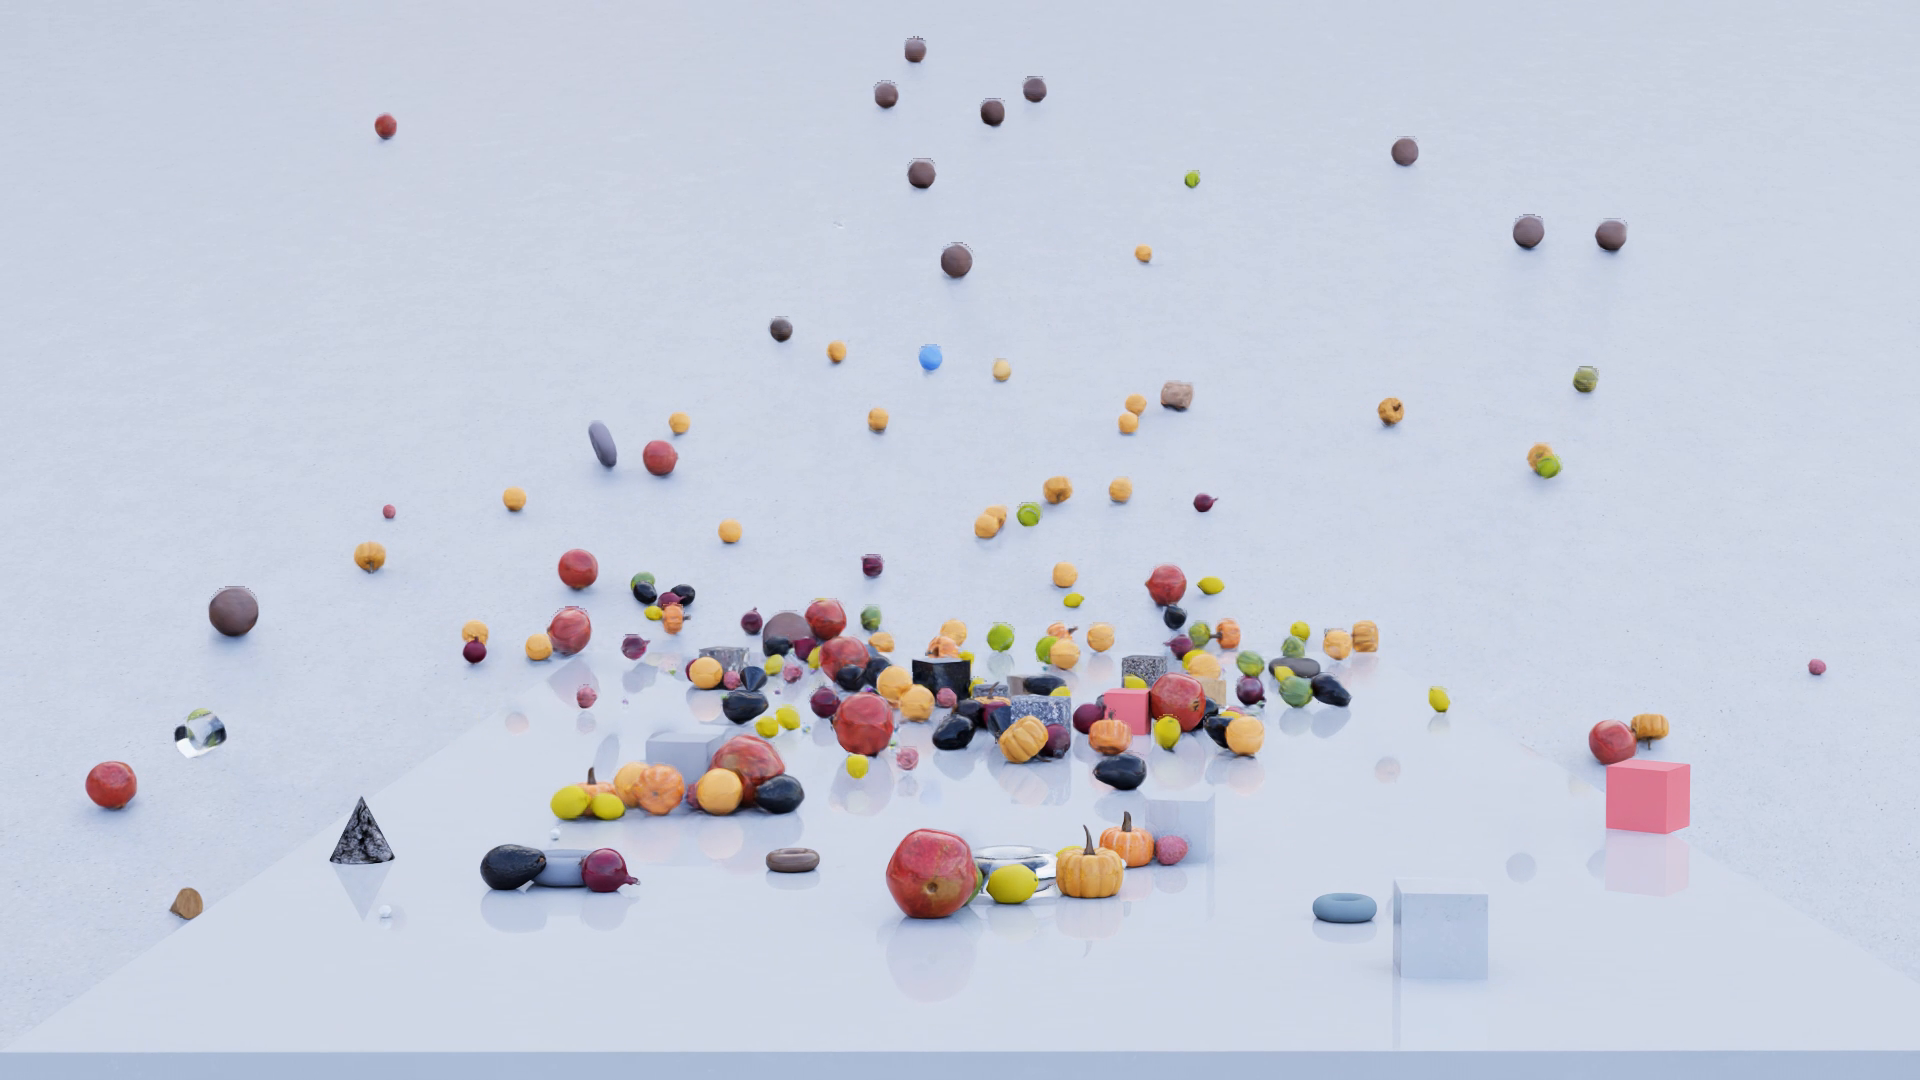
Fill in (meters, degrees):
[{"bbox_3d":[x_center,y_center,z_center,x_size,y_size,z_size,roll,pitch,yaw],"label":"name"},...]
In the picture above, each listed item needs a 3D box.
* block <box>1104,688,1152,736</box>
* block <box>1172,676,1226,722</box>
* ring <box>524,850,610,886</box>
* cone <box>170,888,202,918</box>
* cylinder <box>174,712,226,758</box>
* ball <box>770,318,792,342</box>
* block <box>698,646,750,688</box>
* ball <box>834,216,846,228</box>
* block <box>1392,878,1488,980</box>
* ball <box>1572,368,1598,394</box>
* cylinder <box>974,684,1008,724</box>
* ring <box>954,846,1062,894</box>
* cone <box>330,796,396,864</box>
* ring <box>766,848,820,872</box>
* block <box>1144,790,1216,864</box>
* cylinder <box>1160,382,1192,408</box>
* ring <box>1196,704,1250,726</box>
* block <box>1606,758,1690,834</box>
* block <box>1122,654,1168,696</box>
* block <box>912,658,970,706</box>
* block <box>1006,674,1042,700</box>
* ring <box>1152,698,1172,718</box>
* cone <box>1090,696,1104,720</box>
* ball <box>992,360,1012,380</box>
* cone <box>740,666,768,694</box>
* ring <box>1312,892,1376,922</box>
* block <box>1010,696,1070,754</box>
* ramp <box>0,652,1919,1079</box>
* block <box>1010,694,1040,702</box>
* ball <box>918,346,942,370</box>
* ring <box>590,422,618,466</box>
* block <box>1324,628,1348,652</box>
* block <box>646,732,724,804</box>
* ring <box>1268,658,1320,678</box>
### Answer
[{"bbox_3d":[0.323,0.331,4.951,0.080,0.080,0.080,1,3,14],"label":"block"},{"bbox_3d":[0.480,0.320,5.156,0.079,0.079,0.079,-2,4,-26],"label":"block"},{"bbox_3d":[-0.524,0.436,3.422,0.114,0.038,0.114,2,1,0],"label":"ring"},{"bbox_3d":[-1.660,0.779,5.466,0.068,0.068,0.068,-19,9,32],"label":"cone"},{"bbox_3d":[-1.829,0.471,6.188,0.085,0.085,0.085,13,24,29],"label":"cylinder"},{"bbox_3d":[-0.654,-0.768,9.401,0.086,0.086,0.086,0,21,0],"label":"ball"},{"bbox_3d":[-0.528,0.285,5.758,0.084,0.084,0.084,1,3,21],"label":"block"},{"bbox_3d":[-0.512,-1.356,10.974,0.050,0.050,0.050,0,21,0],"label":"ball"},{"bbox_3d":[0.540,0.436,2.894,0.095,0.095,0.095,0,3,4],"label":"block"},{"bbox_3d":[2.147,-0.547,8.826,0.086,0.086,0.086,0,21,0],"label":"ball"},{"bbox_3d":[0.061,0.326,5.124,0.070,0.070,0.070,0,3,0],"label":"cylinder"},{"bbox_3d":[0.062,0.434,3.381,0.143,0.048,0.143,-1,4,0],"label":"ring"},{"bbox_3d":[-0.836,0.401,3.593,0.090,0.090,0.090,0,3,0],"label":"cone"},{"bbox_3d":[-0.229,0.438,3.516,0.075,0.025,0.075,-1,3,0],"label":"ring"},{"bbox_3d":[0.309,0.402,3.605,0.086,0.086,0.086,1,3,13],"label":"block"},{"bbox_3d":[0.732,-0.489,8.681,0.082,0.082,0.082,11,24,26],"label":"cylinder"},{"bbox_3d":[0.520,0.346,5.076,0.105,0.035,0.105,1,3,0],"label":"ring"},{"bbox_3d":[1.032,0.384,3.852,0.094,0.094,0.094,2,4,36],"label":"block"},{"bbox_3d":[0.403,0.295,5.613,0.079,0.079,0.079,1,3,23],"label":"block"},{"bbox_3d":[-0.040,0.299,5.435,0.090,0.090,0.090,-2,4,-30],"label":"block"},{"bbox_3d":[0.137,0.315,5.467,0.054,0.054,0.054,-2,4,-37],"label":"block"},{"bbox_3d":[0.394,0.341,5.208,0.094,0.031,0.094,-1,4,0],"label":"ring"},{"bbox_3d":[0.278,0.348,5.153,0.053,0.053,0.053,19,42,39],"label":"cone"},{"bbox_3d":[0.146,-0.591,8.964,0.070,0.070,0.070,0,21,0],"label":"ball"},{"bbox_3d":[-0.458,0.319,5.642,0.062,0.062,0.062,2,30,6],"label":"cone"},{"bbox_3d":[0.476,0.455,3.180,0.080,0.027,0.080,-1,3,0],"label":"ring"},{"bbox_3d":[0.148,0.337,4.703,0.094,0.094,0.094,1,3,12],"label":"block"},{"bbox_3d":[0.049,0.444,4.532,2.000,0.100,4.000,0,3,0],"label":"ramp"},{"bbox_3d":[0.139,0.336,5.056,0.057,0.057,0.057,-2,4,-28],"label":"block"},{"bbox_3d":[-0.105,-0.641,9.072,0.083,0.083,0.083,0,21,0],"label":"ball"},{"bbox_3d":[-1.125,-0.302,8.107,0.050,0.150,0.150,-22,27,-16],"label":"ring"},{"bbox_3d":[0.988,0.268,6.757,0.054,0.054,0.054,0,21,-1],"label":"block"},{"bbox_3d":[-0.441,0.367,4.126,0.100,0.100,0.100,1,3,11],"label":"block"},{"bbox_3d":[0.773,0.296,5.938,0.121,0.040,0.121,2,3,0],"label":"ring"}]
